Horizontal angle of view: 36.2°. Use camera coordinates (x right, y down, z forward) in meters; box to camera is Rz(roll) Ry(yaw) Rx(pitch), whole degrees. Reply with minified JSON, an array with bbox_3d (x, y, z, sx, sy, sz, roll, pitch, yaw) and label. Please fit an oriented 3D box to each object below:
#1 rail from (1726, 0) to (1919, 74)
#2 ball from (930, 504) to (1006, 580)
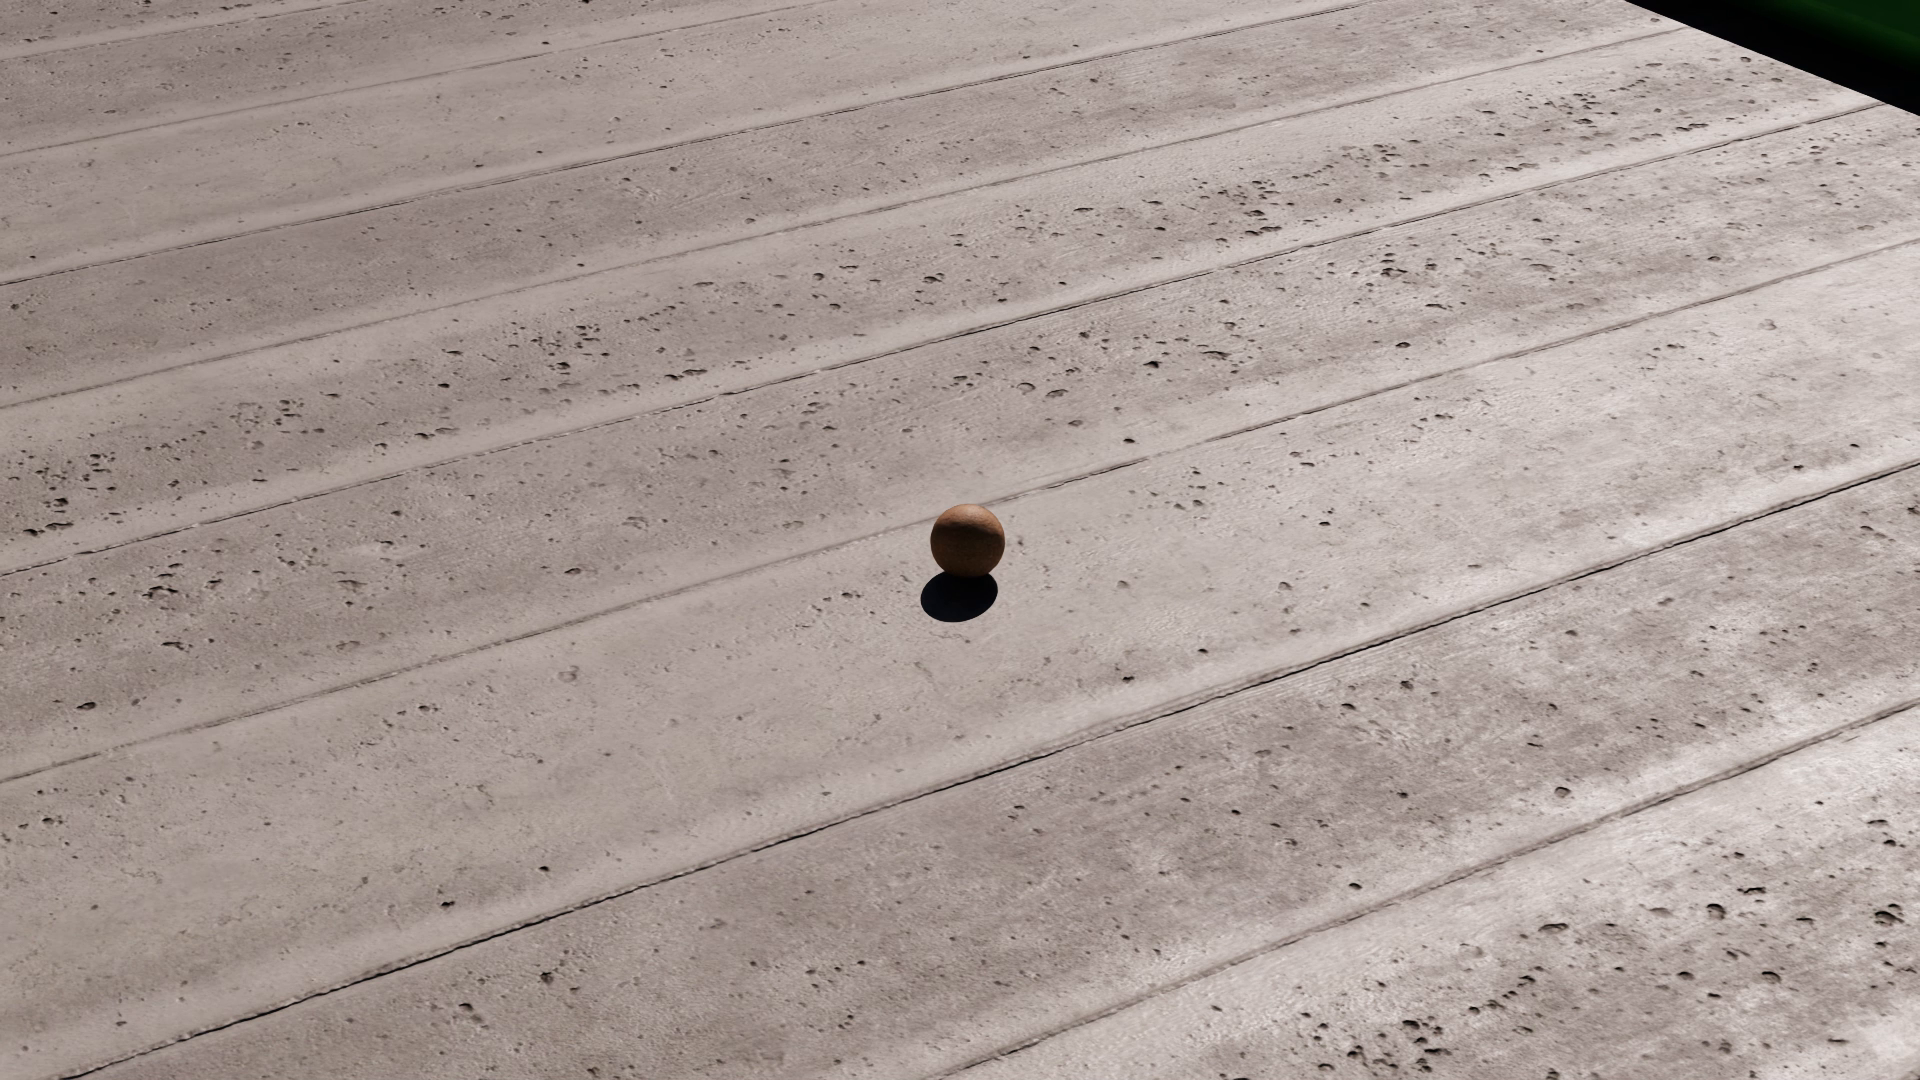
[{"bbox_3d":[0.501,-0.767,3.256,0.045,0.097,4.313,-16,32,-27],"label":"rail"},{"bbox_3d":[0.005,0.001,1.890,0.048,0.048,0.048,0,28,0],"label":"ball"}]
